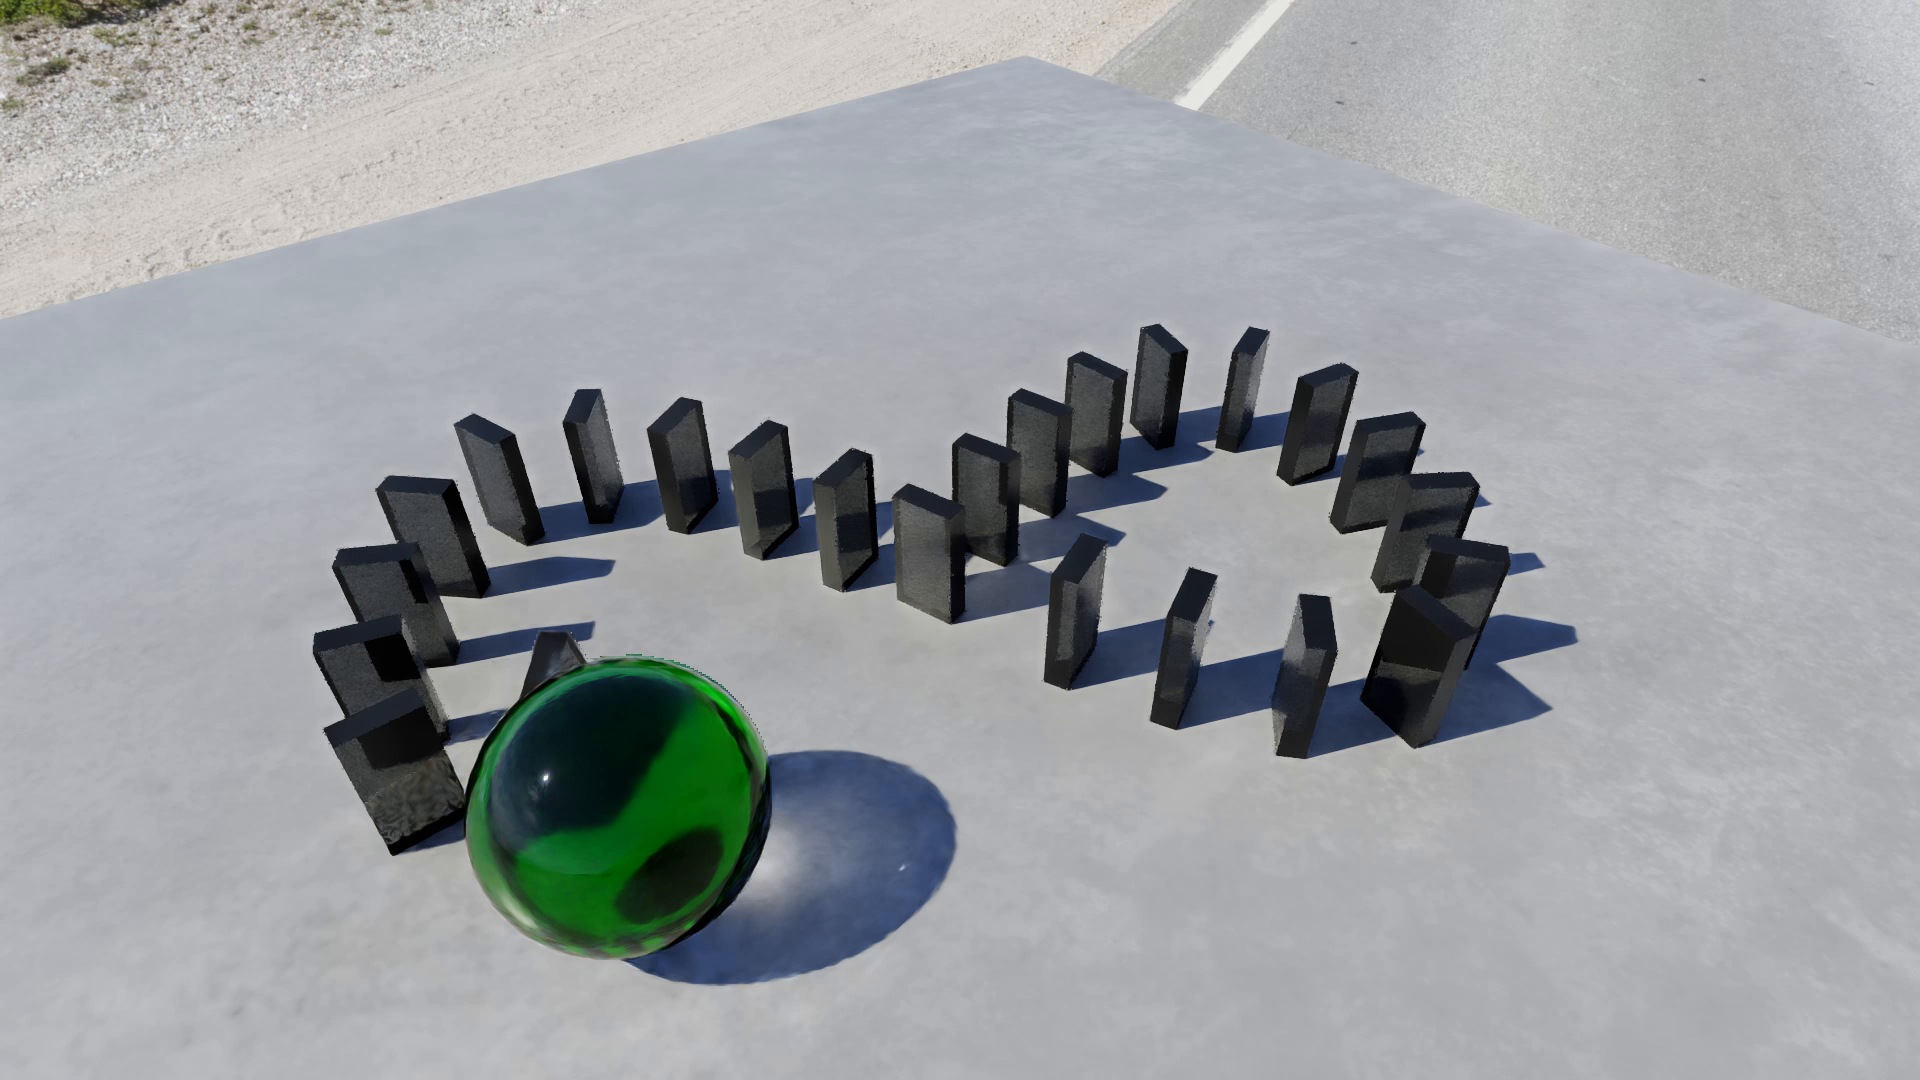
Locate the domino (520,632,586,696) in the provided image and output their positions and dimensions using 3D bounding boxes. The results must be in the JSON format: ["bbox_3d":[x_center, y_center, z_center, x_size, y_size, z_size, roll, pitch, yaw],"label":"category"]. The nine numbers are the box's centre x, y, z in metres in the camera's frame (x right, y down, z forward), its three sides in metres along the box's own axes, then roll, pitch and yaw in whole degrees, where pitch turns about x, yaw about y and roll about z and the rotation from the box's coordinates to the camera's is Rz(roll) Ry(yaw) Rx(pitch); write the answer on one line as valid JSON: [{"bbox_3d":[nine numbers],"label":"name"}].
[{"bbox_3d":[-0.132,0.057,0.351,0.009,0.025,0.050,2,55,2],"label":"domino"}]

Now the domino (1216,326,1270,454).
[{"bbox_3d":[0.127,-0.067,0.493,0.009,0.050,0.025,19,43,21],"label":"domino"}]

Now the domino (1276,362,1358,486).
[{"bbox_3d":[0.153,-0.049,0.472,0.025,0.050,0.009,-20,43,-23],"label":"domino"}]

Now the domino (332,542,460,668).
[{"bbox_3d":[-0.195,0.024,0.382,0.025,0.050,0.009,-6,40,-7],"label":"domino"}]

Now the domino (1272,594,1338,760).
[{"bbox_3d":[0.111,0.045,0.357,0.010,0.050,0.025,6,40,7],"label":"domino"}]

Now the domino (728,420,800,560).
[{"bbox_3d":[-0.077,-0.019,0.435,0.009,0.050,0.025,19,43,22],"label":"domino"}]

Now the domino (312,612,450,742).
[{"bbox_3d":[-0.185,0.048,0.353,0.025,0.050,0.009,-14,41,-17],"label":"domino"}]

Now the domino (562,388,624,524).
[{"bbox_3d":[-0.150,-0.034,0.453,0.009,0.050,0.025,-1,39,-1],"label":"domino"}]

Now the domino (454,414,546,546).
[{"bbox_3d":[-0.184,-0.024,0.440,0.025,0.050,0.010,24,45,26],"label":"domino"}]

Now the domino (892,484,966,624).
[{"bbox_3d":[-0.011,0.006,0.405,0.025,0.050,0.009,23,45,26],"label":"domino"}]

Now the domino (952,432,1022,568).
[{"bbox_3d":[0.010,-0.015,0.430,0.025,0.050,0.009,22,44,25],"label":"domino"}]

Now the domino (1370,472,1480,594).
[{"bbox_3d":[0.174,-0.002,0.414,0.025,0.050,0.009,-2,39,-3],"label":"domino"}]

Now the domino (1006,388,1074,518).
[{"bbox_3d":[0.032,-0.036,0.455,0.025,0.050,0.009,25,46,28],"label":"domino"}]

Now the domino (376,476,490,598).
[{"bbox_3d":[-0.197,-0.001,0.412,0.025,0.050,0.010,4,39,5],"label":"domino"}]

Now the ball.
[{"bbox_3d":[-0.092,0.072,0.300,0.080,0.080,0.080,0,39,0],"label":"ball"}]

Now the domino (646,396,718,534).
[{"bbox_3d":[-0.112,-0.030,0.448,0.009,0.050,0.025,13,41,15],"label":"domino"}]

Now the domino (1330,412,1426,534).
[{"bbox_3d":[0.168,-0.027,0.444,0.025,0.050,0.009,-10,40,-12],"label":"domino"}]

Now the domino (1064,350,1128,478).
[{"bbox_3d":[0.058,-0.054,0.477,0.009,0.050,0.025,-32,49,-33],"label":"domino"}]

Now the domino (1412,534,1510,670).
[{"bbox_3d":[0.171,0.022,0.384,0.025,0.050,0.009,10,40,12],"label":"domino"}]

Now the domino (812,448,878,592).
[{"bbox_3d":[-0.043,-0.007,0.420,0.010,0.050,0.025,20,43,23],"label":"domino"}]

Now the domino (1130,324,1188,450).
[{"bbox_3d":[0.089,-0.069,0.495,0.009,0.050,0.025,-14,41,-17],"label":"domino"}]

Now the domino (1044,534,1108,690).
[{"bbox_3d":[0.040,0.025,0.381,0.009,0.050,0.025,19,43,22],"label":"domino"}]

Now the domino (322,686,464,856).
[{"bbox_3d":[-0.166,0.069,0.327,0.025,0.050,0.010,-28,47,-30],"label":"domino"}]

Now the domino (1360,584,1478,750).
[{"bbox_3d":[0.149,0.042,0.360,0.010,0.050,0.025,-18,43,-21],"label":"domino"}]

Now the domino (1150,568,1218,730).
[{"bbox_3d":[0.074,0.037,0.367,0.010,0.050,0.025,17,42,19],"label":"domino"}]
